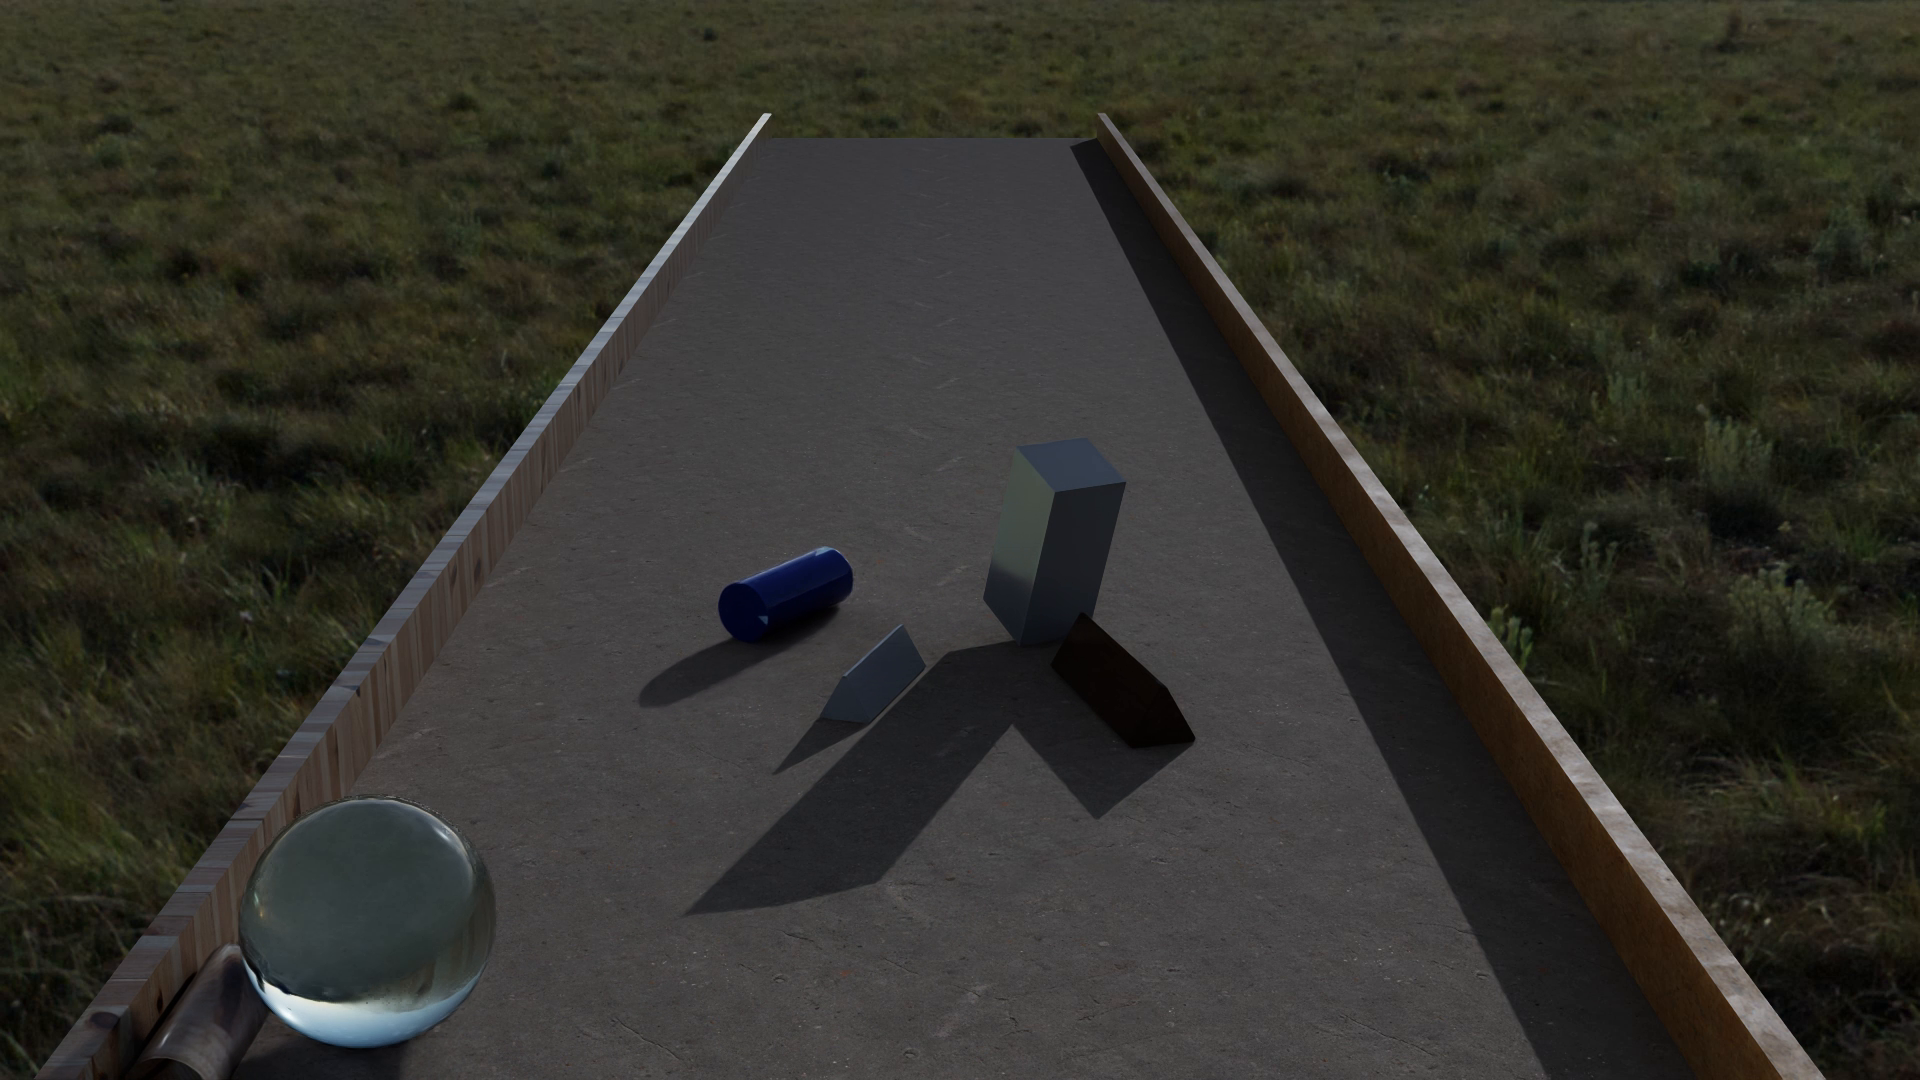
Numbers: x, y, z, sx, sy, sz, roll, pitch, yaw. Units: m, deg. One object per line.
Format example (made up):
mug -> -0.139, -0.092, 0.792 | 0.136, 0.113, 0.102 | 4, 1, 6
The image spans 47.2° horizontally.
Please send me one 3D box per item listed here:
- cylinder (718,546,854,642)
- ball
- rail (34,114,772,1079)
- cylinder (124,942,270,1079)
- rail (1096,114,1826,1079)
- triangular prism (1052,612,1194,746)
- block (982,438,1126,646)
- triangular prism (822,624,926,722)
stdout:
cylinder -> -0.363, 0.113, 4.626 | 0.127, 0.127, 0.303 | 10, 19, 31
ball -> -0.788, 0.509, 2.932 | 0.333, 0.333, 0.333 | 0, 17, 0
rail -> -1.118, -0.838, 7.780 | 0.050, 0.150, 12.000 | 0, 17, -1
cylinder -> -0.981, 0.645, 2.864 | 0.111, 0.111, 0.311 | 0, 17, 0
rail -> 0.932, -0.844, 7.801 | 0.050, 0.150, 12.000 | 0, 17, -1
triangular prism -> 0.304, 0.255, 4.167 | 0.125, 0.108, 0.444 | -4, 17, -16
block -> 0.189, 0.004, 4.483 | 0.165, 0.383, 0.165 | -9, 39, -27
triangular prism -> -0.165, 0.250, 4.225 | 0.100, 0.086, 0.314 | 5, 17, 18
